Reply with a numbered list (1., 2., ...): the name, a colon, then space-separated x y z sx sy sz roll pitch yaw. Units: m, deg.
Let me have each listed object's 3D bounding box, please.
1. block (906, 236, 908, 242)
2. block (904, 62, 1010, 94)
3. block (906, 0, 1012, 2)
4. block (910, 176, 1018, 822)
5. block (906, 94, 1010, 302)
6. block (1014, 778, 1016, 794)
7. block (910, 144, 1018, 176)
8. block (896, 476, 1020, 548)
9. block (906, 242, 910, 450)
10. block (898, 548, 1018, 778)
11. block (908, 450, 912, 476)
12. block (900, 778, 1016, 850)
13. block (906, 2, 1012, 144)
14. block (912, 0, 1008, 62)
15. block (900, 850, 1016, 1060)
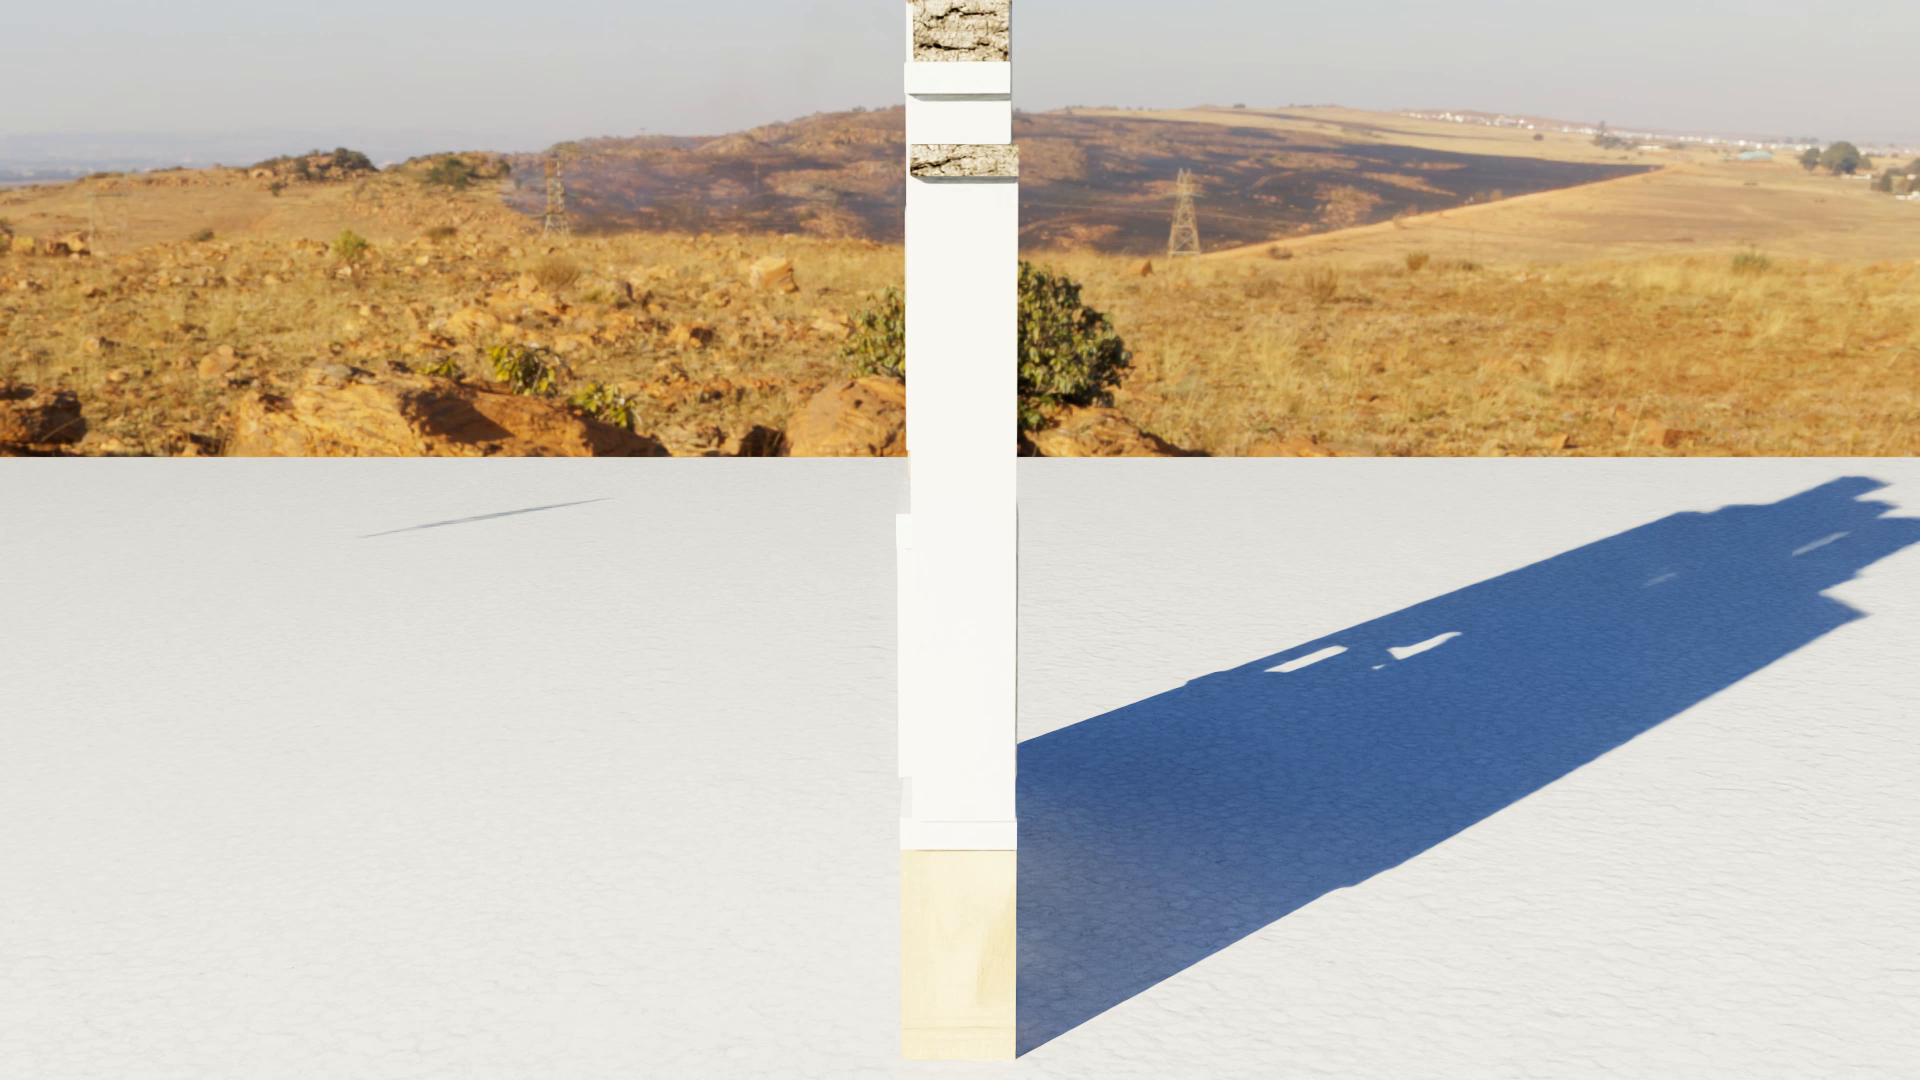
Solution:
1. block: -0.004 -0.561 3.884 0.180 0.051 0.359 0 10 -1
2. block: -0.004 -0.651 3.113 0.143 0.040 0.285 0 11 0
3. block: -0.001 -0.882 3.542 0.164 0.047 0.329 0 11 0
4. block: 0.005 -0.045 2.846 0.135 0.841 0.038 0 11 0
5. block: -0.002 -0.474 3.049 0.143 0.285 0.040 0 10 -1
6. block: 0.004 0.401 3.716 0.177 0.355 0.050 0 11 0
7. block: 0.005 -0.494 2.854 0.135 0.038 0.270 0 11 0
8. block: -0.003 -0.042 3.169 0.167 0.047 0.335 0 11 0
9. block: -0.003 -0.337 3.803 0.180 0.359 0.051 0 10 -1
10. block: -0.003 0.166 3.094 0.167 0.335 0.047 0 10 0
11. block: -0.006 -0.298 4.054 0.180 0.528 0.051 0 10 0
12. block: -0.002 0.362 3.075 0.155 0.044 0.310 0 11 0
13. block: -0.001 -0.641 3.474 0.164 0.401 0.047 0 10 0
14. block: 0.001 -0.786 3.012 0.131 0.262 0.037 0 11 0
15. block: -0.002 0.555 3.006 0.155 0.310 0.044 0 11 0
